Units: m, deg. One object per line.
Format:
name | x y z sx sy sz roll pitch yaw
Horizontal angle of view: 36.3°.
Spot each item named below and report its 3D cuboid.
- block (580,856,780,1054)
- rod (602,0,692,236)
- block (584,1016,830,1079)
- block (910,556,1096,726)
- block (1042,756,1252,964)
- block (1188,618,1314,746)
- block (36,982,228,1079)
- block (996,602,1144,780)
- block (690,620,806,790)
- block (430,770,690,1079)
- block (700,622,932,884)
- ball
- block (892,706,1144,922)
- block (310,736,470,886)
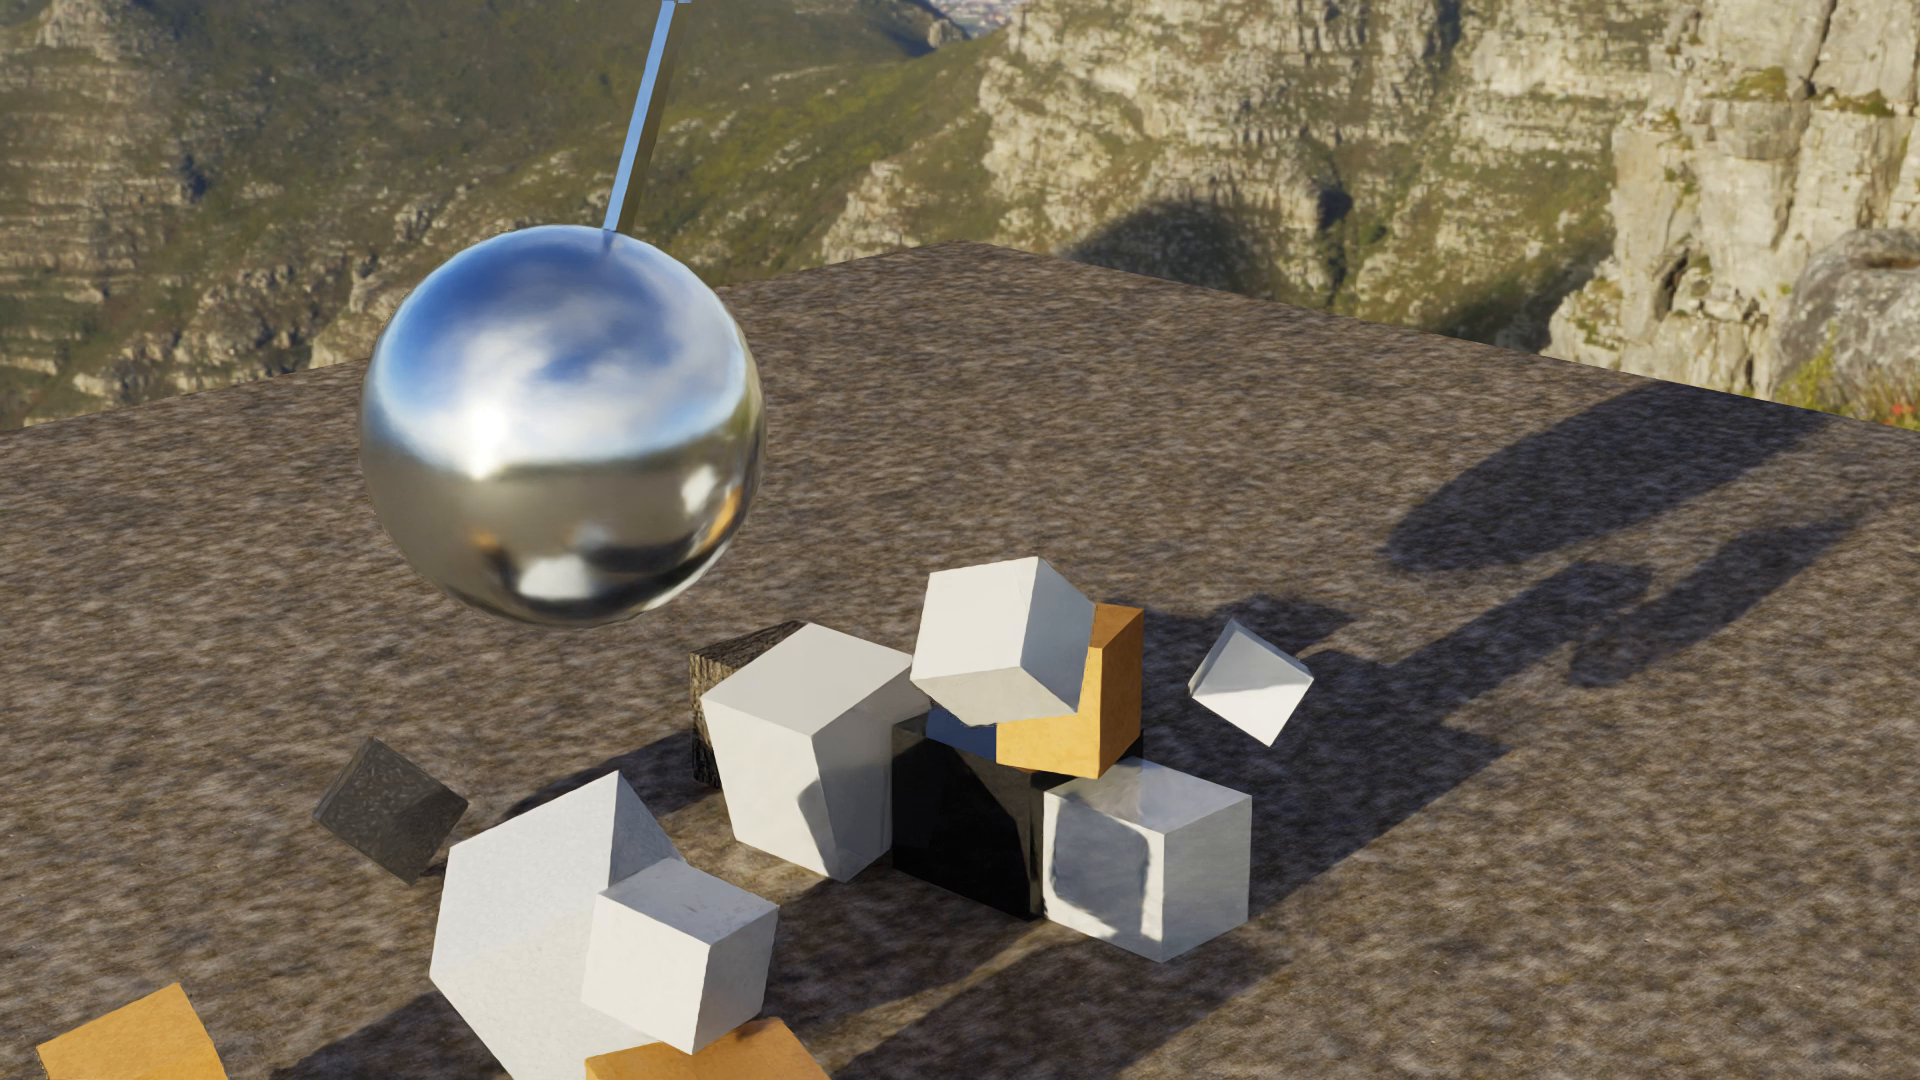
block | -0.999 1.477 10.471 0.489 0.436 0.438 20 21 25
rod | -0.676 -3.722 11.463 0.080 5.200 0.080 17 2 42
block | -0.859 2.157 10.331 0.729 0.604 0.651 -9 19 -21
block | 0.167 0.397 11.354 0.507 0.469 0.418 -9 -33 34
block | 0.821 1.395 12.910 0.688 0.598 0.594 16 24 42
block | 1.283 0.627 12.972 0.404 0.355 0.358 32 7 -2
block | -2.942 2.060 10.652 0.545 0.557 0.545 -24 25 -20
block | 0.488 0.642 12.938 0.475 0.602 0.563 8 19 21
block | -0.832 0.869 14.467 0.707 0.667 0.690 17 24 42
block | -1.465 1.554 11.342 0.771 0.803 0.773 -25 30 12
block | -0.619 0.978 13.635 0.732 0.800 0.729 16 38 41
ball | -1.560 -0.441 11.568 1.600 1.600 1.600 0 17 0
block | 0.260 1.184 13.401 0.854 0.706 0.758 16 23 41
block | -2.550 1.208 13.105 0.501 0.442 0.505 37 -11 -11
